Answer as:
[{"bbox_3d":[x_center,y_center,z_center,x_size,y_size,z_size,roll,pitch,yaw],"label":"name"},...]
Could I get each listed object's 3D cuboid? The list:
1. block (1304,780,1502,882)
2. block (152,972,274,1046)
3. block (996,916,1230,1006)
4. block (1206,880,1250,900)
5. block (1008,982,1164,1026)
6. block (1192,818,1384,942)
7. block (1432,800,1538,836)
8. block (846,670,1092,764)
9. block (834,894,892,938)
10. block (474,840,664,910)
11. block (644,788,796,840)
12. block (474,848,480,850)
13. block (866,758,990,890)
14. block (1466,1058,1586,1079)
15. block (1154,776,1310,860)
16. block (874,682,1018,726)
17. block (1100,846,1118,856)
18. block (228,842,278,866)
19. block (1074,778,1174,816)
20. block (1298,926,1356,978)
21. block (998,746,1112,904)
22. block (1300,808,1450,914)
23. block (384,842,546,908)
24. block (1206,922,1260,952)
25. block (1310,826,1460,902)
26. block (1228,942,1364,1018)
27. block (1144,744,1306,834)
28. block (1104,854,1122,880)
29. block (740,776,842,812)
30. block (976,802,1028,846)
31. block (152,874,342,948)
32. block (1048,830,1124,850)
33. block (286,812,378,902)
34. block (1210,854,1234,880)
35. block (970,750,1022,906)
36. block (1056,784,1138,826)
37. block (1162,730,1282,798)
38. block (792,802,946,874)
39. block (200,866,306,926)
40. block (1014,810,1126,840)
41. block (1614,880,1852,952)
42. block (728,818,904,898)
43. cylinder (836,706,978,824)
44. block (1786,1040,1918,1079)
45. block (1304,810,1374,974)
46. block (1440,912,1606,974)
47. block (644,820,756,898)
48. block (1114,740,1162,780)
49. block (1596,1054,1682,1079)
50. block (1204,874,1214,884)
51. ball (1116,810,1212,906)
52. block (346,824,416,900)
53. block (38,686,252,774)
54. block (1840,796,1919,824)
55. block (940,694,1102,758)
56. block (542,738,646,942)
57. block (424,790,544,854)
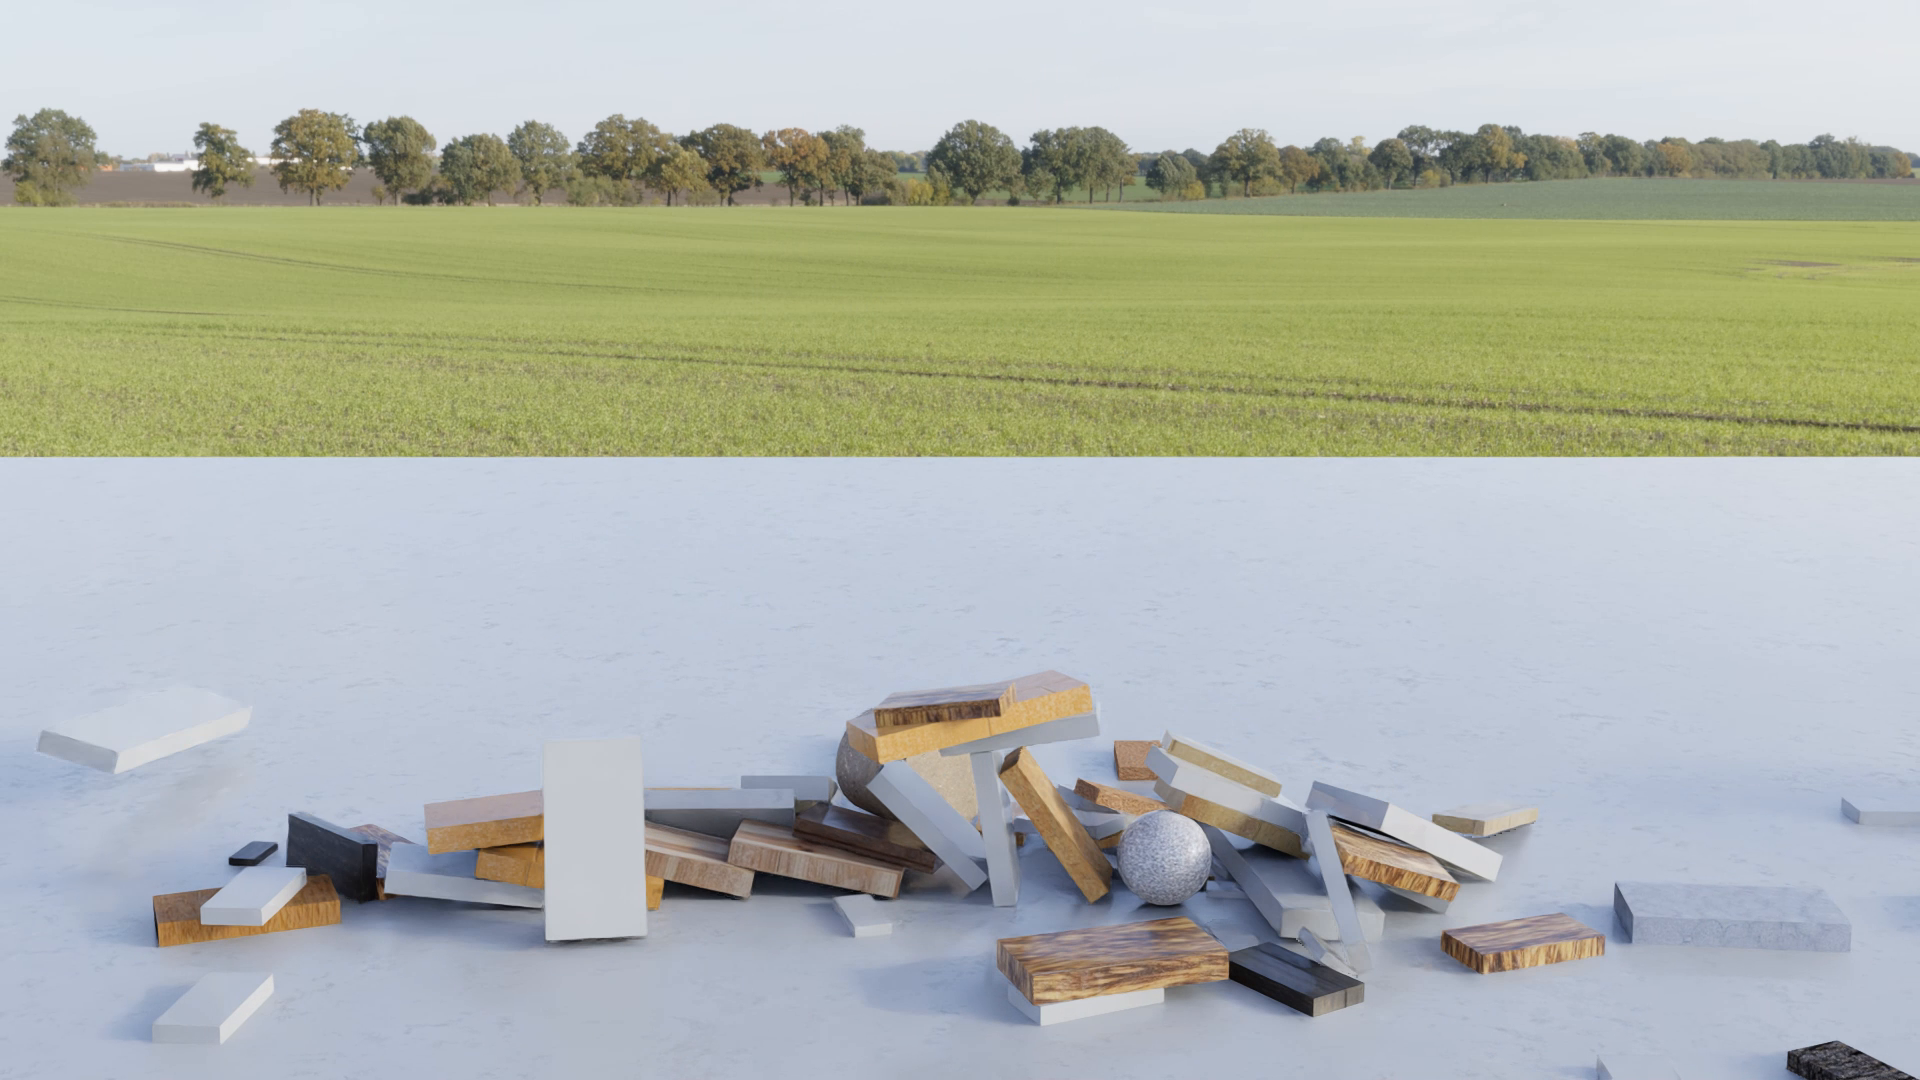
[{"bbox_3d":[0.746,0.489,3.686,0.329,0.047,0.164,26,-9,-38],"label":"block"},{"bbox_3d":[-1.070,0.671,3.157,0.097,0.028,0.194,1,11,4],"label":"block"},{"bbox_3d":[0.224,0.618,3.242,0.306,0.043,0.153,-4,11,-19],"label":"block"},{"bbox_3d":[0.457,0.584,3.666,0.092,0.013,0.046,1,11,7],"label":"block"},{"bbox_3d":[0.184,0.660,3.211,0.203,0.029,0.102,-5,12,-26],"label":"block"},{"bbox_3d":[0.527,0.529,3.823,0.164,0.047,0.802,5,10,-9],"label":"block"},{"bbox_3d":[0.933,0.491,3.894,0.090,0.025,0.417,5,0,27],"label":"block"},{"bbox_3d":[0.015,0.285,3.576,0.371,0.043,0.153,-13,10,-19],"label":"block"},{"bbox_3d":[-0.158,0.605,3.544,0.060,0.017,0.145,-3,11,-16],"label":"block"},{"bbox_3d":[-0.642,0.539,3.635,0.301,0.043,0.150,12,9,-9],"label":"block"},{"bbox_3d":[-0.429,0.492,3.814,0.286,0.143,0.041,0,47,-2],"label":"block"},{"bbox_3d":[-0.800,0.528,3.732,0.047,0.094,0.013,42,7,37],"label":"block"},{"bbox_3d":[-0.044,0.472,3.707,0.250,0.035,0.125,44,15,0],"label":"block"},{"bbox_3d":[0.681,0.736,2.674,0.155,0.044,0.310,7,17,17],"label":"block"},{"bbox_3d":[0.461,0.463,3.694,0.253,0.036,0.126,22,5,-18],"label":"block"},{"bbox_3d":[-0.023,0.263,3.523,0.209,0.029,0.102,-6,10,17],"label":"block"},{"bbox_3d":[0.300,0.545,3.862,0.065,0.018,0.130,-6,12,-31],"label":"block"},{"bbox_3d":[-1.238,0.549,3.852,0.047,0.013,0.094,1,11,7],"label":"block"},{"bbox_3d":[0.313,0.479,4.000,0.192,0.027,0.096,18,0,-22],"label":"block"},{"bbox_3d":[0.554,0.626,3.327,0.060,0.017,0.120,37,2,-11],"label":"block"},{"bbox_3d":[0.161,0.471,3.665,0.037,0.261,0.130,-35,4,10],"label":"block"},{"bbox_3d":[0.686,0.530,3.635,0.253,0.036,0.126,24,12,2],"label":"block"},{"bbox_3d":[-0.802,0.554,3.628,0.275,0.039,0.138,8,10,-12],"label":"block"},{"bbox_3d":[0.430,0.627,3.425,0.060,0.017,0.120,-2,11,-11],"label":"block"},{"bbox_3d":[0.682,0.516,3.527,0.222,0.031,0.111,18,14,-24],"label":"block"},{"bbox_3d":[0.491,0.651,3.263,0.102,0.029,0.203,-7,13,-34],"label":"block"},{"bbox_3d":[0.445,0.418,3.692,0.253,0.036,0.126,22,5,-18],"label":"block"},{"bbox_3d":[0.257,0.561,3.777,0.130,0.018,0.065,5,11,23],"label":"block"},{"bbox_3d":[-0.301,0.458,3.959,0.153,0.043,0.306,0,-11,1],"label":"block"},{"bbox_3d":[0.081,0.515,4.002,0.089,0.025,0.177,1,11,8],"label":"block"},{"bbox_3d":[-1.148,0.595,3.537,0.275,0.039,0.138,-4,11,-23],"label":"block"},{"bbox_3d":[0.225,0.526,3.860,0.130,0.018,0.065,-8,13,-38],"label":"block"},{"bbox_3d":[-1.059,0.533,3.704,0.240,0.097,0.028,10,8,43],"label":"block"},{"bbox_3d":[0.460,0.562,3.785,0.046,0.013,0.092,-4,11,-19],"label":"block"},{"bbox_3d":[0.060,0.460,3.646,0.037,0.261,0.131,-8,10,7],"label":"block"},{"bbox_3d":[0.272,0.495,4.004,0.096,0.027,0.235,18,0,-28],"label":"block"},{"bbox_3d":[0.444,0.380,3.738,0.203,0.025,0.089,23,5,-3],"label":"block"},{"bbox_3d":[-0.145,0.506,3.742,0.250,0.035,0.125,13,9,14],"label":"block"},{"bbox_3d":[-1.124,0.567,3.506,0.097,0.028,0.194,1,11,4],"label":"block"},{"bbox_3d":[0.193,0.501,3.885,0.177,0.025,0.089,0,7,38],"label":"block"},{"bbox_3d":[1.224,0.598,3.498,0.329,0.047,0.164,1,11,6],"label":"block"},{"bbox_3d":[-0.237,0.534,3.699,0.286,0.041,0.143,11,8,1],"label":"block"},{"bbox_3d":[-0.087,0.421,4.022,0.203,0.203,0.203,-8,13,-35],"label":"cylinder"},{"bbox_3d":[1.199,0.716,2.919,0.090,0.025,0.179,-5,12,-24],"label":"block"},{"bbox_3d":[0.575,0.533,3.337,0.031,0.222,0.111,-17,-36,7],"label":"block"},{"bbox_3d":[0.871,0.623,3.403,0.222,0.031,0.111,-4,11,-21],"label":"block"},{"bbox_3d":[-0.492,0.523,3.687,0.301,0.043,0.150,14,8,-5],"label":"block"},{"bbox_3d":[0.361,0.440,4.401,0.096,0.027,0.192,0,11,1],"label":"block"},{"bbox_3d":[0.904,0.723,2.882,0.090,0.025,0.179,0,11,1],"label":"block"},{"bbox_3d":[0.379,0.573,3.724,0.092,0.013,0.046,-4,11,-20],"label":"block"},{"bbox_3d":[0.335,0.521,3.613,0.156,0.156,0.156,0,11,0],"label":"ball"},{"bbox_3d":[-1.004,0.551,3.775,0.138,0.039,0.275,-10,14,-43],"label":"block"},{"bbox_3d":[-1.580,0.367,4.295,0.155,0.044,0.532,15,7,7],"label":"block"},{"bbox_3d":[1.740,0.502,4.076,0.179,0.025,0.090,0,11,0],"label":"block"},{"bbox_3d":[0.100,0.305,3.620,0.261,0.037,0.131,-8,10,6],"label":"block"},{"bbox_3d":[-0.577,0.473,3.473,0.155,0.310,0.044,-2,-13,-9],"label":"block"},{"bbox_3d":[-0.727,0.458,3.631,0.301,0.043,0.150,-6,10,-15],"label":"block"}]
